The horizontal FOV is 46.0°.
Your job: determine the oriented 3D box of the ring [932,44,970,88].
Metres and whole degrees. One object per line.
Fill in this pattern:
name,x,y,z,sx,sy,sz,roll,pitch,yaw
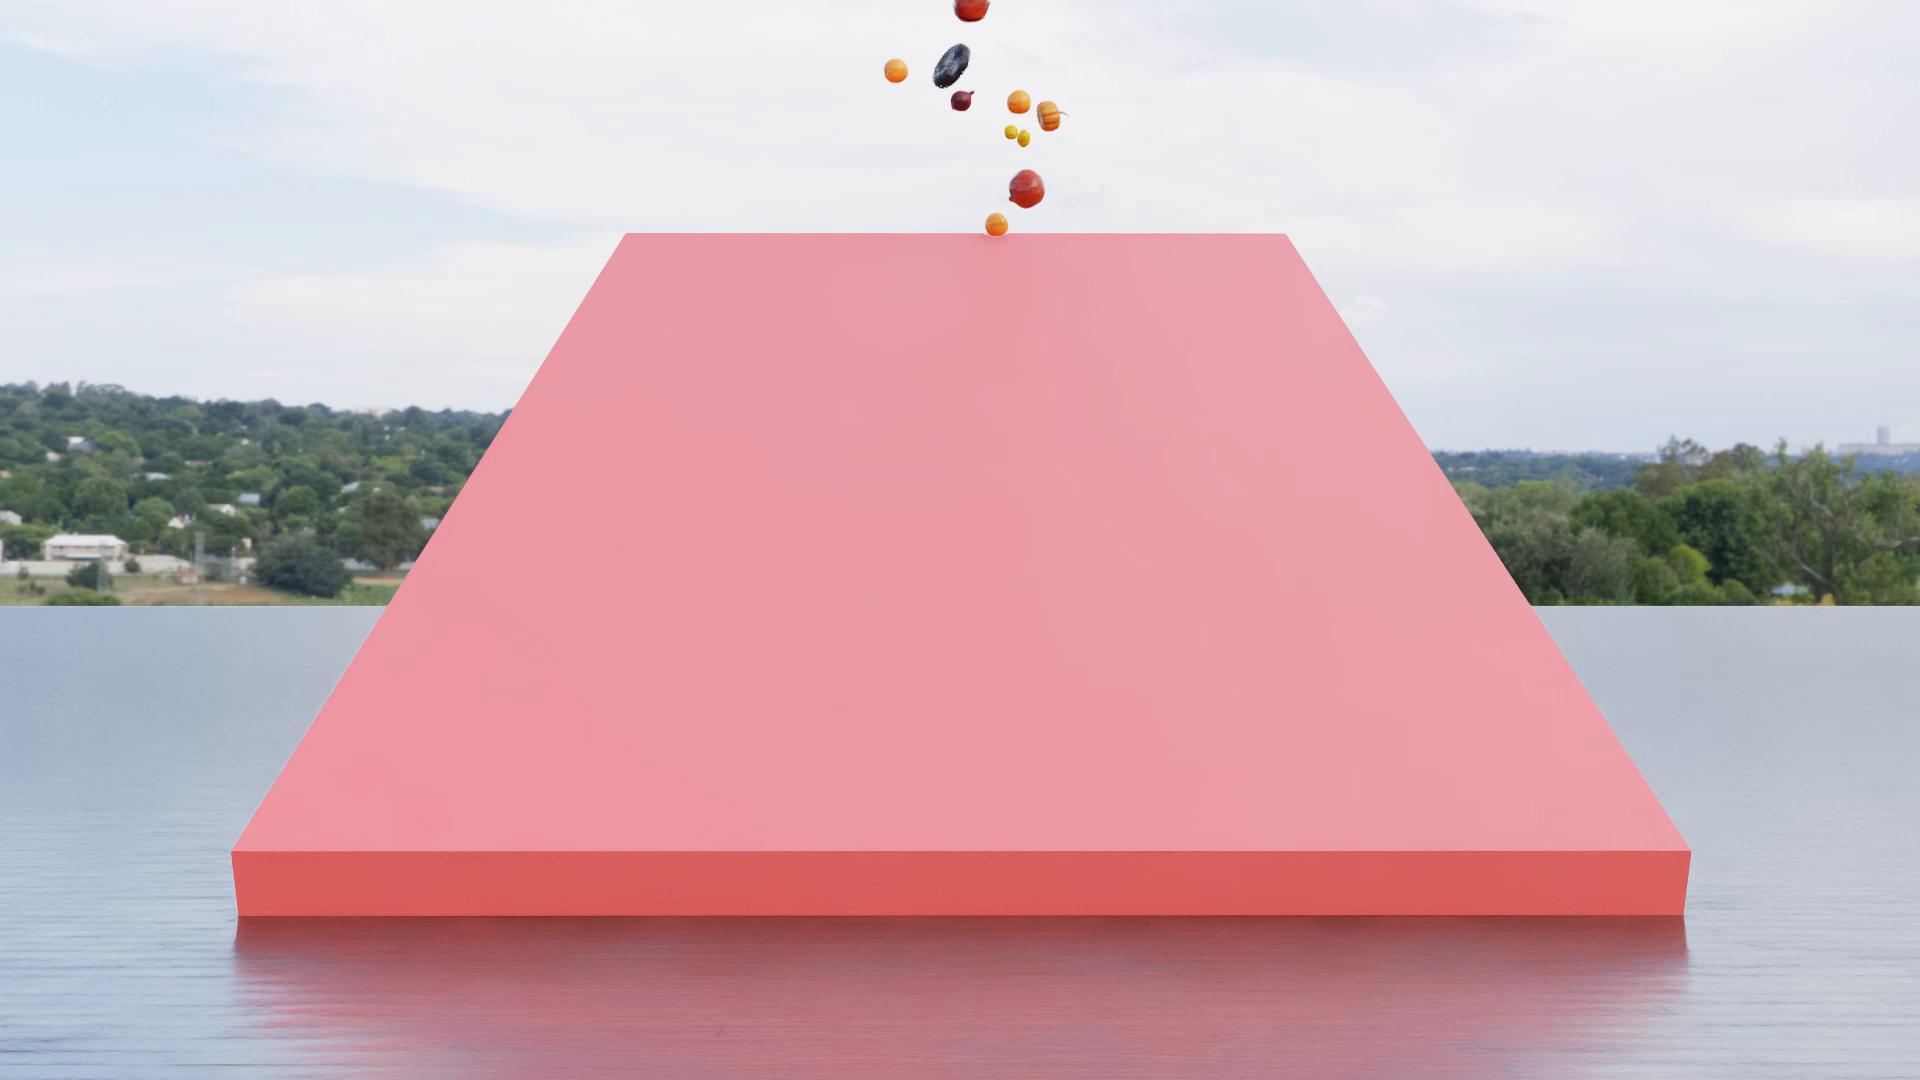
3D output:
ring,-0.024,-1.347,6.434,0.048,0.143,0.143,32,-16,-25

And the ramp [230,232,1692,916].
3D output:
ramp,-0.005,-0.205,4.998,2.000,0.100,4.000,0,20,0
